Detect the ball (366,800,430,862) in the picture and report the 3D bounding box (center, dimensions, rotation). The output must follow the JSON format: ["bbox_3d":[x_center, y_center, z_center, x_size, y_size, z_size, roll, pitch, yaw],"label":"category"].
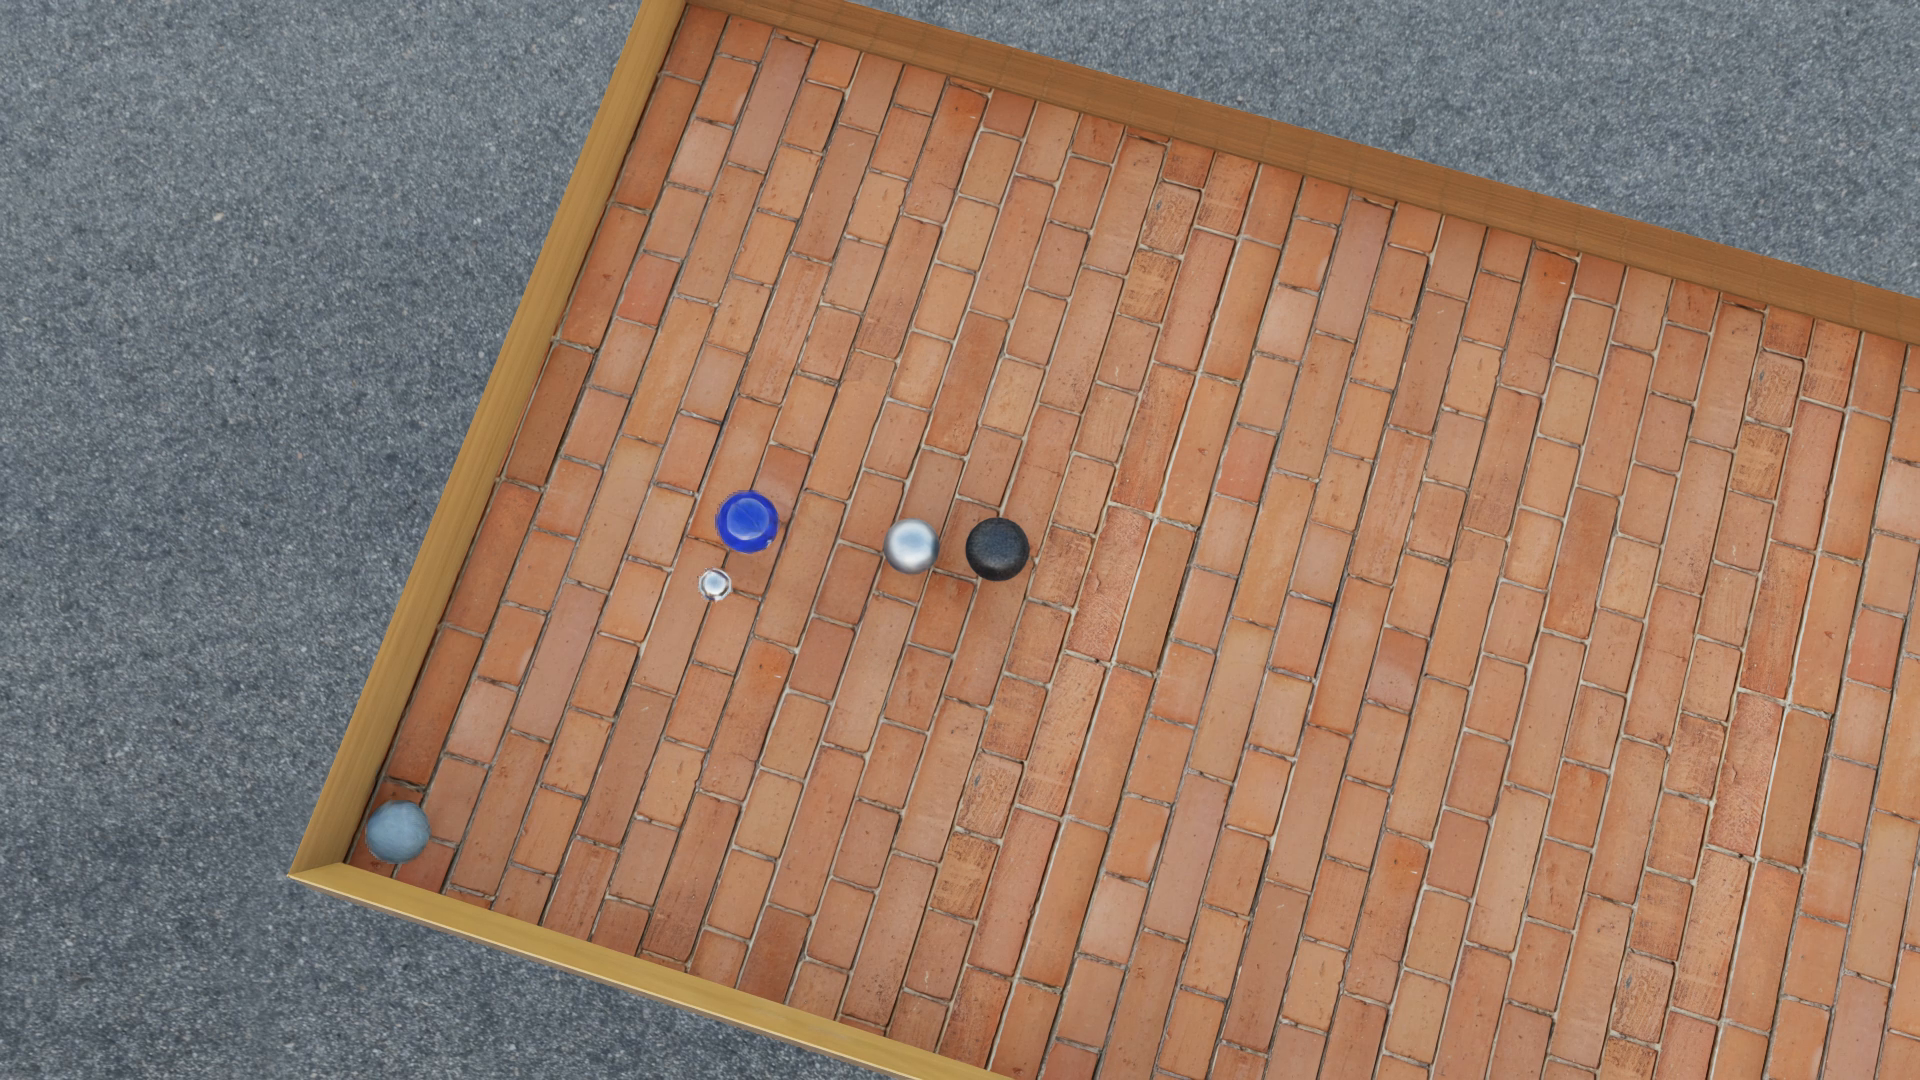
[{"bbox_3d":[-0.828,0.429,3.244,0.092,0.092,0.092,0,73,0],"label":"ball"}]

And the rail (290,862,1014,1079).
[{"bbox_3d":[0.493,0.911,3.072,3.033,0.129,0.045,17,73,5],"label":"rail"}]

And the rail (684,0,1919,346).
[{"bbox_3d":[0.954,-0.492,3.514,3.033,0.129,0.045,17,73,5],"label":"rail"}]

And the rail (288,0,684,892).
[{"bbox_3d":[-0.701,-0.217,3.427,0.045,0.129,1.590,17,73,5],"label":"rail"}]

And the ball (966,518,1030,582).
[{"bbox_3d":[0.057,0.014,3.371,0.099,0.099,0.099,0,73,0],"label":"ball"}]

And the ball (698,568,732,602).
[{"bbox_3d":[-0.376,0.069,3.379,0.050,0.050,0.050,0,73,0],"label":"ball"}]

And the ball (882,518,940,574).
[{"bbox_3d":[-0.074,0.010,3.378,0.088,0.088,0.088,0,73,0],"label":"ball"}]

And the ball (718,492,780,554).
[{"bbox_3d":[-0.326,-0.027,3.386,0.095,0.095,0.095,0,73,0],"label":"ball"}]
